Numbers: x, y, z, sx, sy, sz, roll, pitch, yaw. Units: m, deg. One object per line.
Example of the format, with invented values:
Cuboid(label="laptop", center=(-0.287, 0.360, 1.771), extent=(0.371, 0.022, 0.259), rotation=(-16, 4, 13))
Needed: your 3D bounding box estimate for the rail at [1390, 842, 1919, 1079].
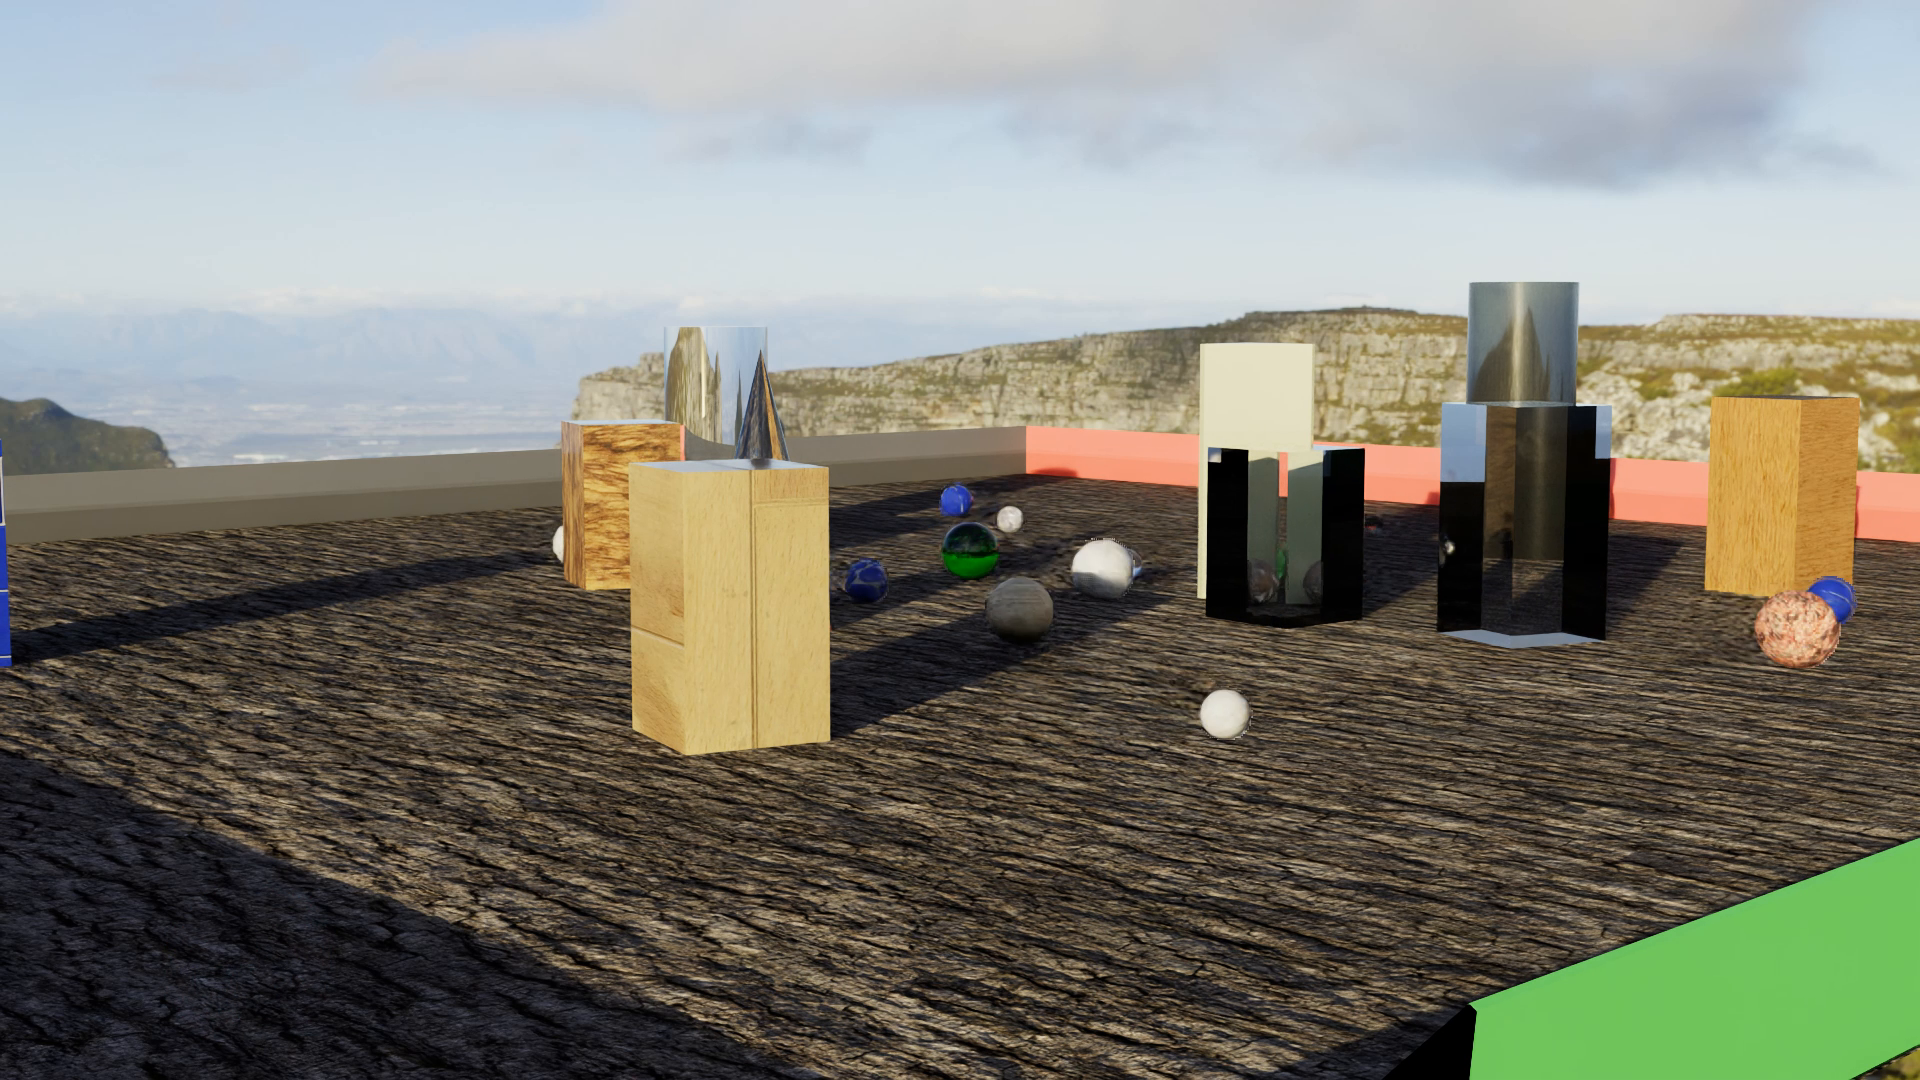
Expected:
Cuboid(label="rail", center=(1.257, 0.175, 1.977), extent=(3.962, 0.129, 0.045), rotation=(-5, 8, -42))

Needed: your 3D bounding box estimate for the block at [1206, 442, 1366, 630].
Cuboid(label="block", center=(0.470, -0.010, 3.184), extent=(0.159, 0.249, 0.159), rotation=(-5, 8, -38))

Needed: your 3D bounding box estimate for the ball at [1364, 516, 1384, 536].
Cuboid(label="ball", center=(0.820, -0.028, 4.366), extent=(0.040, 0.040, 0.040), rotation=(0, 6, 0))

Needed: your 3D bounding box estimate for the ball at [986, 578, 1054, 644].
Cuboid(label="ball", center=(0.081, 0.095, 2.944), extent=(0.090, 0.090, 0.090), rotation=(0, 6, 0))

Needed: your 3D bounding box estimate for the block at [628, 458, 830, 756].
Cuboid(label="block", center=(-0.242, 0.064, 2.302), extent=(0.159, 0.285, 0.159), rotation=(-3, 7, -28))

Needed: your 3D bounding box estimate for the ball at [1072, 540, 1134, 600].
Cuboid(label="ball", center=(0.219, 0.046, 3.388), extent=(0.094, 0.094, 0.094), rotation=(0, 6, 0))

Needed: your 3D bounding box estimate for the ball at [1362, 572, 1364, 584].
Cuboid(label="ball", center=(0.613, 0.059, 3.474), extent=(0.051, 0.051, 0.051), rotation=(0, 6, 0))

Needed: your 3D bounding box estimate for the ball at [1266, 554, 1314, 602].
Cuboid(label="ball", center=(0.506, 0.059, 3.375), extent=(0.072, 0.072, 0.072), rotation=(0, 6, 0))

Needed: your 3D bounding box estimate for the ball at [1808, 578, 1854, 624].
Cuboid(label="ball", center=(1.236, 0.088, 3.127), extent=(0.066, 0.066, 0.066), rotation=(0, 6, 0))

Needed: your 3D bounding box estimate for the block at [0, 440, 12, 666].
Cuboid(label="block", center=(-1.300, 0.013, 2.783), extent=(0.159, 0.285, 0.159), rotation=(-3, 7, -28))

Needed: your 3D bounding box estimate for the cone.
Cuboid(label="cone", center=(-0.277, -0.071, 3.076), extent=(0.199, 0.393, 0.199), rotation=(0, 6, 0))

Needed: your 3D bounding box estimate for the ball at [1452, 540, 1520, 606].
Cuboid(label="ball", center=(0.794, 0.051, 3.317), extent=(0.099, 0.099, 0.099), rotation=(0, 6, 0))

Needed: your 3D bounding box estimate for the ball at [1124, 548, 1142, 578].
Cuboid(label="ball", center=(0.275, 0.041, 3.643), extent=(0.052, 0.052, 0.052), rotation=(0, 6, 0))

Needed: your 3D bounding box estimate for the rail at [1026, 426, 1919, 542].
Cuboid(label="rail", center=(1.439, -0.104, 4.652), extent=(0.045, 0.129, 3.755), rotation=(-5, 8, -42))

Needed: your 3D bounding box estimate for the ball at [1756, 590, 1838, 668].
Cuboid(label="ball", center=(1.047, 0.111, 2.751), extent=(0.098, 0.098, 0.098), rotation=(0, 6, 0))

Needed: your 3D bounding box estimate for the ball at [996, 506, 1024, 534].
Cuboid(label="ball", center=(0.101, -0.040, 4.401), extent=(0.056, 0.056, 0.056), rotation=(0, 6, 0))

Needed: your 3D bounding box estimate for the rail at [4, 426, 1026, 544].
Cuboid(label="rail", center=(-1.257, -0.108, 4.687), extent=(3.962, 0.129, 0.045), rotation=(-5, 8, -42))

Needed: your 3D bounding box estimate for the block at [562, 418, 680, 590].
Cuboid(label="block", center=(-0.555, -0.062, 3.606), extent=(0.159, 0.264, 0.159), rotation=(-2, 6, -22))

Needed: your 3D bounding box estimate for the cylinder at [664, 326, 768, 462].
Cuboid(label="cylinder", center=(-0.469, -0.204, 4.244), extent=(0.199, 0.414, 0.199), rotation=(0, 6, 0))

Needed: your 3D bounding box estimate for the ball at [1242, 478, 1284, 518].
Cuboid(label="ball", center=(0.654, -0.091, 4.741), extent=(0.087, 0.087, 0.087), rotation=(0, 6, 0))

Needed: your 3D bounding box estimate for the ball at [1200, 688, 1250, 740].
Cuboid(label="ball", center=(0.276, 0.182, 2.292), extent=(0.052, 0.052, 0.052), rotation=(0, 6, 0))

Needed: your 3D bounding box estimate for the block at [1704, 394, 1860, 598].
Cuboid(label="block", center=(1.305, -0.072, 3.492), extent=(0.159, 0.309, 0.159), rotation=(-4, 7, -36))

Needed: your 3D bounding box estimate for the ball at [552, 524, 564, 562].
Cuboid(label="ball", center=(-0.675, 0.006, 3.854), extent=(0.078, 0.078, 0.078), rotation=(0, 6, 0))

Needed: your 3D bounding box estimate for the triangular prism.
Cuboid(label="triangular prism", center=(0.460, -0.113, 3.473), extent=(0.172, 0.394, 0.149), rotation=(0, 6, 1))

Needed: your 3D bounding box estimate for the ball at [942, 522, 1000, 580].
Cuboid(label="ball", center=(0.017, 0.018, 3.650), extent=(0.096, 0.096, 0.096), rotation=(0, 6, 0))

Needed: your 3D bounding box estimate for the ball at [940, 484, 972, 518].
Cuboid(label="ball", center=(-0.007, -0.084, 4.755), extent=(0.070, 0.070, 0.070), rotation=(0, 6, 0))

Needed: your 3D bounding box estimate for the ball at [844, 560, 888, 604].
Cuboid(label="ball", center=(-0.143, 0.064, 3.353), extent=(0.066, 0.066, 0.066), rotation=(0, 6, 0))

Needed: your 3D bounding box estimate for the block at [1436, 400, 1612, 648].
Cuboid(label="block", center=(0.767, -0.026, 2.996), extent=(0.159, 0.319, 0.159), rotation=(-3, 7, -24))

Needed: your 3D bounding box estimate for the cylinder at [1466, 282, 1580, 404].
Cuboid(label="cylinder", center=(1.038, -0.228, 4.075), extent=(0.199, 0.497, 0.199), rotation=(0, 6, 0))

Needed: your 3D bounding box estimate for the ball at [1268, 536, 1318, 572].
Cuboid(label="ball", center=(0.542, 0.033, 3.585), extent=(0.080, 0.080, 0.080), rotation=(0, 6, 0))
